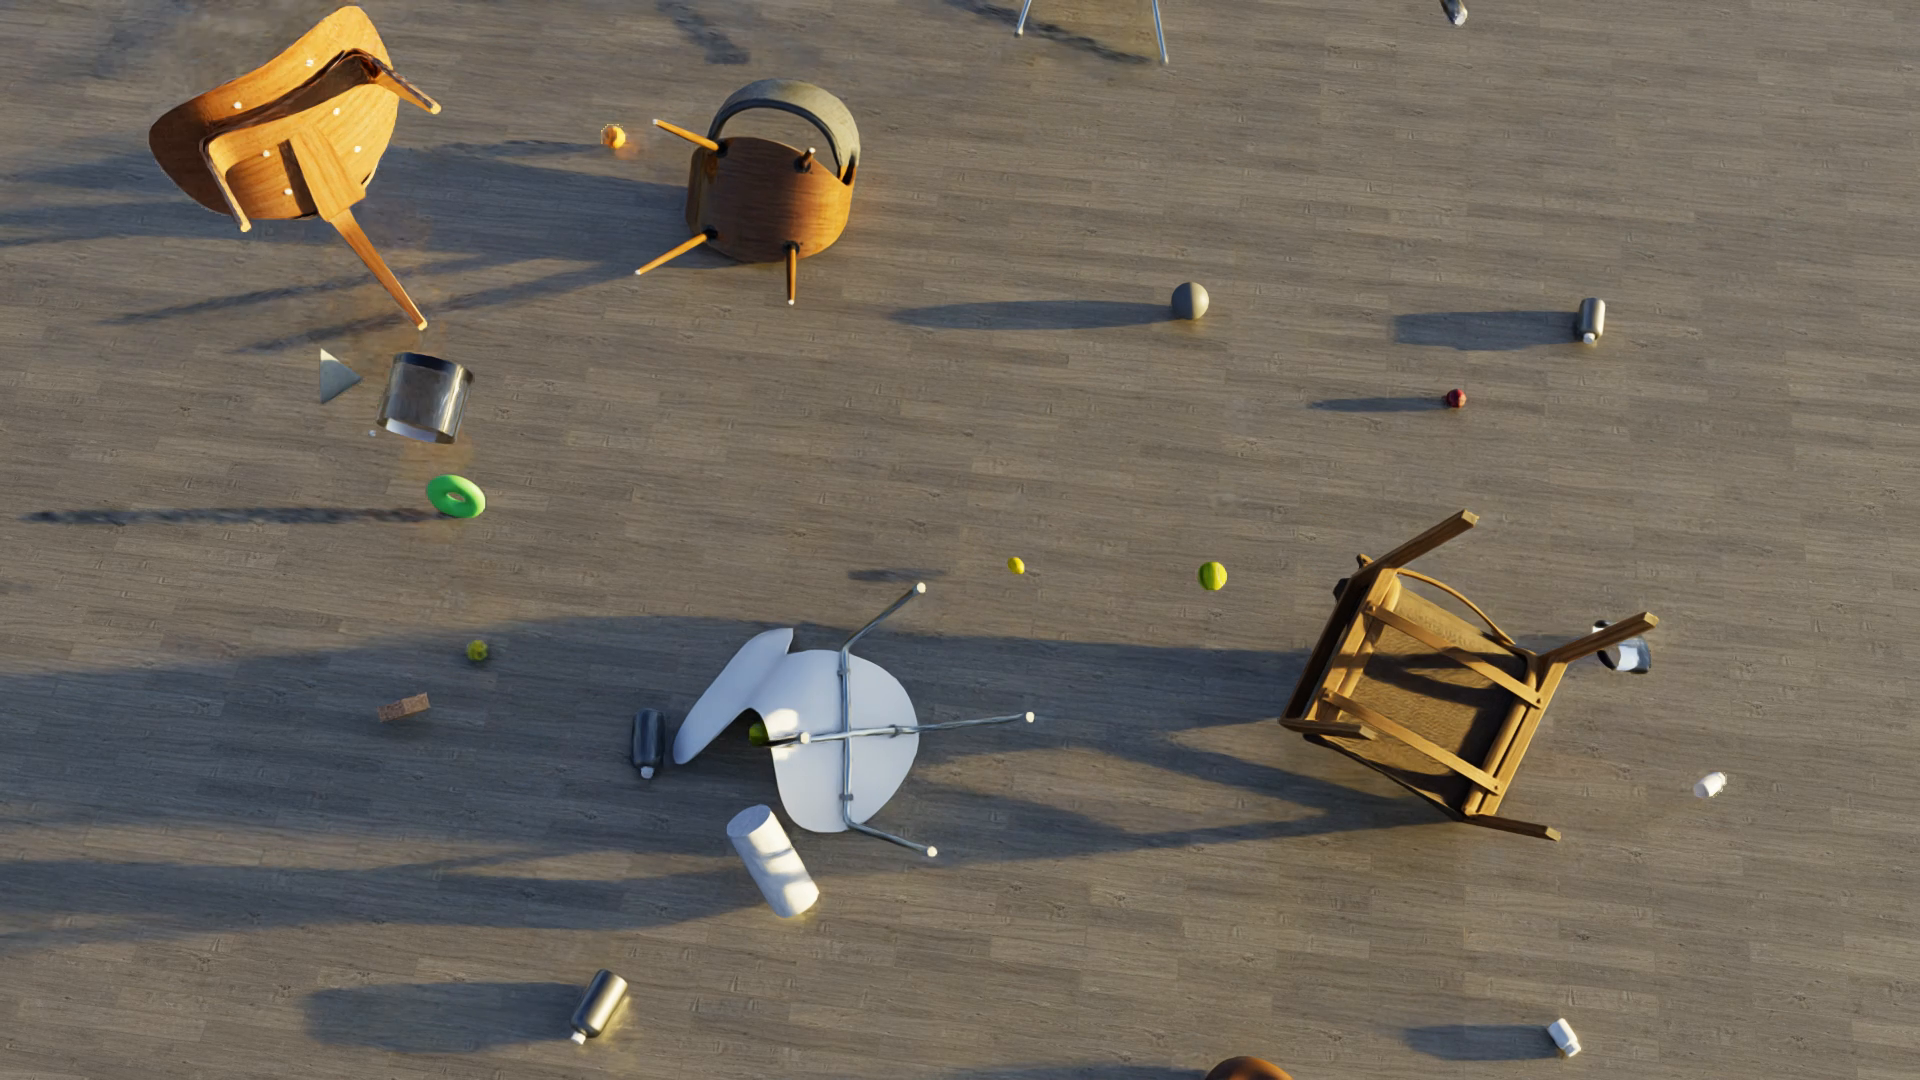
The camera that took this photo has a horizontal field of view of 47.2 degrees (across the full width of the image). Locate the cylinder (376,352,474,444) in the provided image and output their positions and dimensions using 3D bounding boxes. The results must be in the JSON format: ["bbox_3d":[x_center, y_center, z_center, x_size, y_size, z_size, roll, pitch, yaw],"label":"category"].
[{"bbox_3d":[-1.529,-0.404,6.283,0.240,0.221,0.196,4,75,37],"label":"cylinder"}]

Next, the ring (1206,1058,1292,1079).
[{"bbox_3d":[0.748,1.452,5.545,0.269,0.093,0.320,-30,62,-18],"label":"ring"}]

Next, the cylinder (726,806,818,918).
[{"bbox_3d":[-0.496,0.851,5.821,0.132,0.282,0.128,-10,29,33],"label":"cylinder"}]

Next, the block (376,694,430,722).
[{"bbox_3d":[-1.563,0.470,6.172,0.109,0.092,0.043,-17,88,32],"label":"block"}]

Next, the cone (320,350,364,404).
[{"bbox_3d":[-1.771,-0.465,6.309,0.115,0.171,0.098,2,29,-12],"label":"cone"}]

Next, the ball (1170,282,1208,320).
[{"bbox_3d":[0.733,-0.762,7.013,0.120,0.120,0.120,0,56,0],"label":"ball"}]

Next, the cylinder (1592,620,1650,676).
[{"bbox_3d":[1.889,0.306,6.285,0.099,0.097,0.193,11,34,-16],"label":"cylinder"}]
